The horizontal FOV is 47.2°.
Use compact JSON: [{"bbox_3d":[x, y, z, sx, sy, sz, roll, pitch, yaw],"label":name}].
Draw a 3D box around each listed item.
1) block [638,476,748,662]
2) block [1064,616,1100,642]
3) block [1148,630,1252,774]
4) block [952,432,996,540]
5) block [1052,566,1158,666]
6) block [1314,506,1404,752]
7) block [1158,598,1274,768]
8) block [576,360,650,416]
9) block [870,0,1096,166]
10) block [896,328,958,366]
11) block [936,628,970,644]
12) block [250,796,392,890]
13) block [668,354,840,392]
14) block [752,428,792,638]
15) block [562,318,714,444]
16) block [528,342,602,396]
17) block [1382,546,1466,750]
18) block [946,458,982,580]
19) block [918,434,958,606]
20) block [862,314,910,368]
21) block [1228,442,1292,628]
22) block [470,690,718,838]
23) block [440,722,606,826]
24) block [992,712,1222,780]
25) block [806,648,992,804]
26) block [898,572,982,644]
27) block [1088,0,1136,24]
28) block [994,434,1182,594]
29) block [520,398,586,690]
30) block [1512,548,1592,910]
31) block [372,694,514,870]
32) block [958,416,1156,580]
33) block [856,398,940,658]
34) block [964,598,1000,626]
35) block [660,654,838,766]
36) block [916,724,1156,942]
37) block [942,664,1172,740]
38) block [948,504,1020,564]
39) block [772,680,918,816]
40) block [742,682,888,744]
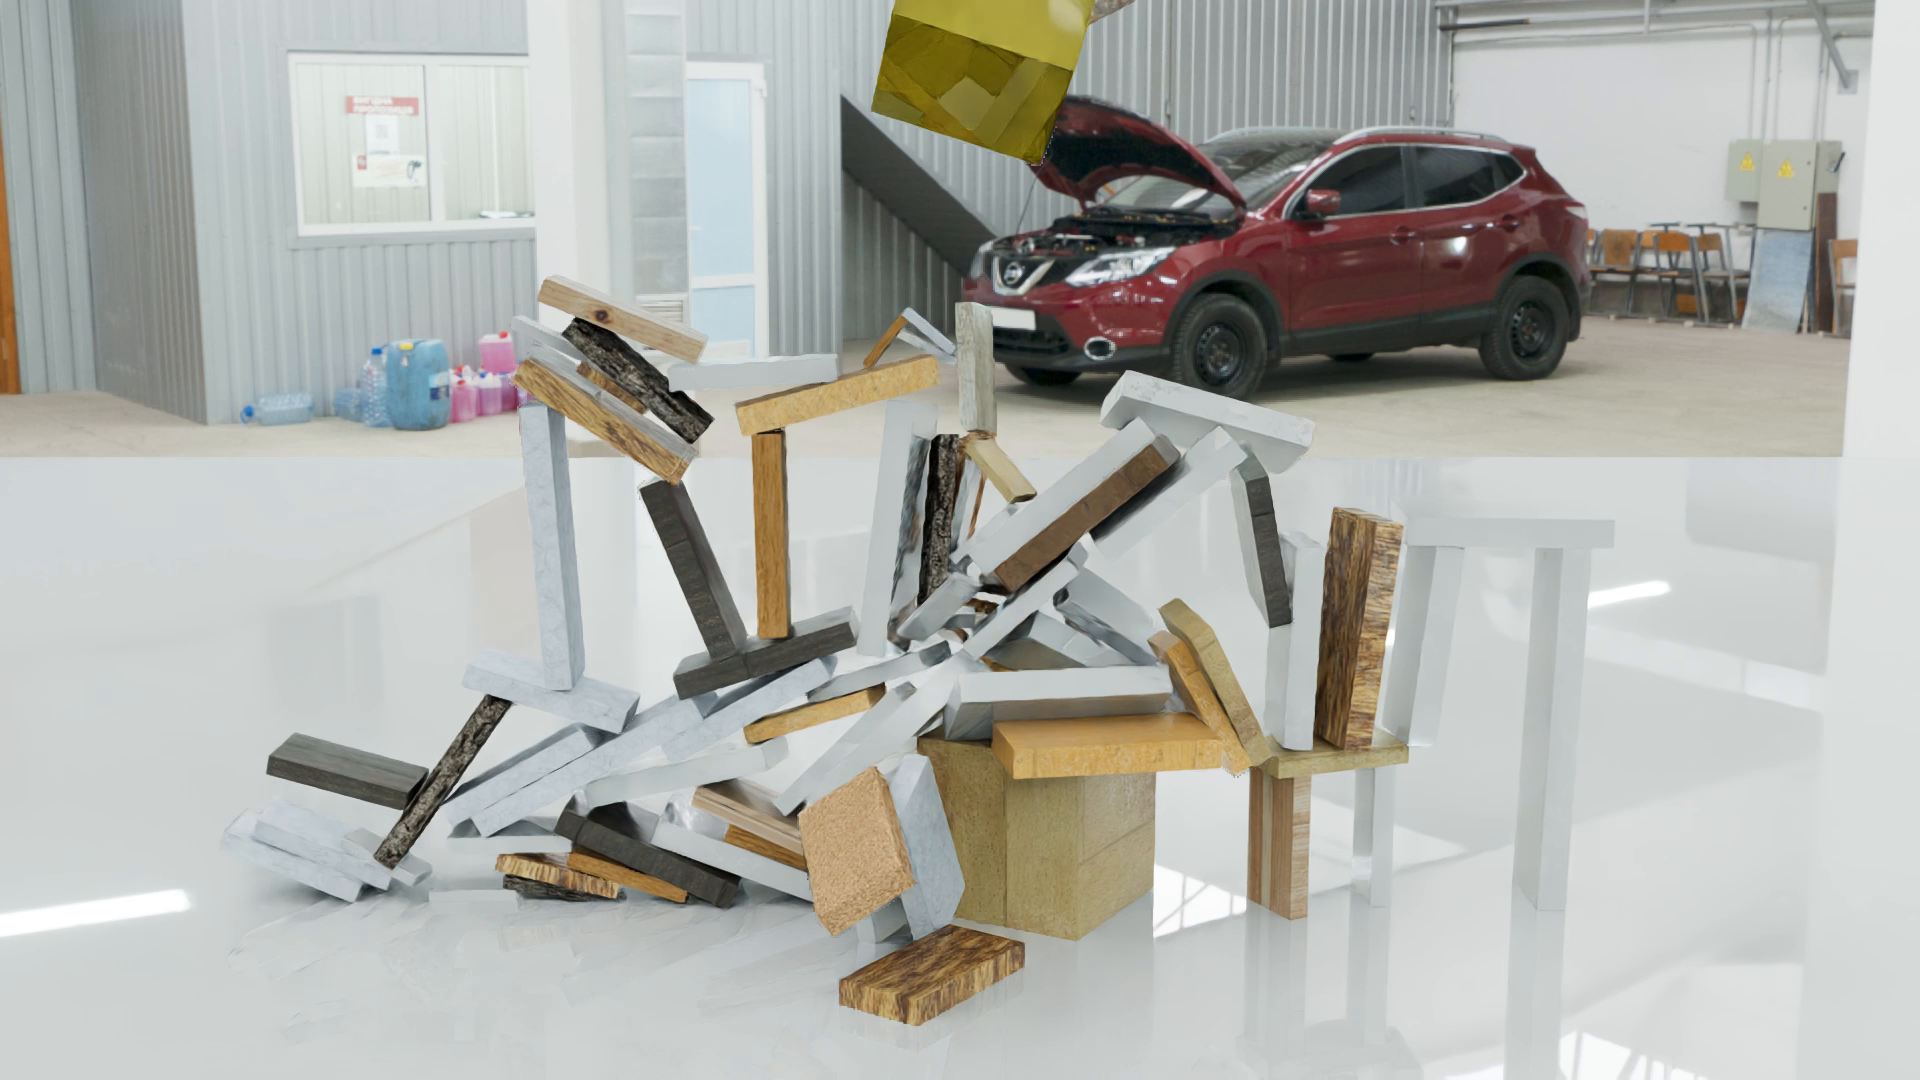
[{"bbox_3d":[-0.430,0.039,3.566,0.043,0.302,0.151,-22,8,4],"label":"block"},{"bbox_3d":[0.195,0.125,3.666,0.022,0.156,0.078,-13,-16,-15],"label":"block"},{"bbox_3d":[0.381,0.257,3.503,0.032,0.234,0.112,-31,11,-6],"label":"block"},{"bbox_3d":[0.006,-0.078,3.649,0.029,0.204,0.102,22,26,19],"label":"block"},{"bbox_3d":[0.236,0.116,3.606,0.224,0.032,0.112,34,31,-32],"label":"block"},{"bbox_3d":[0.632,0.142,3.551,0.046,0.368,0.163,4,9,-16],"label":"block"},{"bbox_3d":[0.405,0.225,3.484,0.037,0.263,0.131,-31,26,-6],"label":"block"},{"bbox_3d":[-0.551,-0.245,3.519,0.127,0.018,0.063,33,8,-4],"label":"block"},{"bbox_3d":[0.046,-0.743,3.129,0.258,0.258,0.258,17,-21,-3],"label":"block"},{"bbox_3d":[-0.052,-0.311,3.543,0.101,0.014,0.050,27,7,1],"label":"block"},{"bbox_3d":[-0.017,0.150,3.610,0.048,0.014,0.095,43,-15,-29],"label":"block"},{"bbox_3d":[-1.054,0.506,3.679,0.235,0.033,0.117,24,10,-9],"label":"block"},{"bbox_3d":[-0.328,-0.269,3.522,0.265,0.037,0.132,-4,8,-1],"label":"block"},{"bbox_3d":[-0.304,-0.015,3.560,0.046,0.324,0.162,-1,7,-1],"label":"block"},{"bbox_3d":[-0.512,-0.259,3.512,0.265,0.037,0.132,41,7,-6],"label":"block"},{"bbox_3d":[-0.628,-0.274,3.517,0.127,0.018,0.063,33,8,-5],"label":"block"},{"bbox_3d":[0.755,0.163,3.591,0.046,0.326,0.163,6,7,-5],"label":"block"},{"bbox_3d":[0.004,-0.038,3.580,0.017,0.201,0.062,16,13,12],"label":"block"},{"bbox_3d":[-0.036,-0.030,3.547,0.029,0.273,0.102,6,-5,-9],"label":"block"},{"bbox_3d":[-0.119,-0.321,3.542,0.014,0.101,0.050,39,7,0],"label":"block"},{"bbox_3d":[0.470,-0.007,3.465,0.037,0.263,0.131,-14,27,-2],"label":"block"},{"bbox_3d":[-0.600,0.358,3.628,0.419,0.042,0.148,-28,7,8],"label":"block"},{"bbox_3d":[-0.719,0.376,3.633,0.268,0.038,0.134,-29,7,5],"label":"block"},{"bbox_3d":[0.226,0.317,3.414,0.326,0.046,0.163,-2,11,-11],"label":"block"},{"bbox_3d":[-0.094,0.317,3.580,0.047,0.355,0.167,46,-2,10],"label":"block"},{"bbox_3d":[-0.033,0.108,3.475,0.048,0.014,0.189,20,-39,-23],"label":"block"},{"bbox_3d":[0.216,-0.956,3.776,0.128,0.128,0.128,-21,11,30],"label":"block"},{"bbox_3d":[0.200,-0.044,3.440,0.318,0.045,0.159,-39,-1,15],"label":"block"},{"bbox_3d":[-0.657,0.002,3.561,0.043,0.458,0.151,-3,11,0],"label":"block"},{"bbox_3d":[0.971,0.294,3.614,0.046,0.601,0.163,1,11,0],"label":"block"},{"bbox_3d":[-0.845,0.383,3.634,0.038,0.337,0.134,35,9,-5],"label":"block"},{"bbox_3d":[0.153,-0.061,3.532,0.352,0.045,0.159,-39,-1,-9],"label":"block"},{"bbox_3d":[-0.100,-0.020,3.573,0.046,0.410,0.162,8,3,13],"label":"block"},{"bbox_3d":[0.066,0.130,3.631,0.156,0.022,0.078,11,-22,28],"label":"block"},{"bbox_3d":[-0.345,0.265,3.613,0.297,0.042,0.149,-29,7,6],"label":"block"},{"bbox_3d":[0.128,0.451,3.621,0.292,0.292,0.292,6,12,29],"label":"block"},{"bbox_3d":[0.152,0.258,3.483,0.335,0.047,0.167,-2,-25,-10],"label":"block"},{"bbox_3d":[0.039,-0.012,3.504,0.123,0.017,0.062,-41,-1,21],"label":"block"},{"bbox_3d":[-0.184,0.340,3.596,0.031,0.278,0.111,47,12,6],"label":"block"},{"bbox_3d":[-0.237,0.284,3.620,0.221,0.031,0.111,-17,1,16],"label":"block"}]
